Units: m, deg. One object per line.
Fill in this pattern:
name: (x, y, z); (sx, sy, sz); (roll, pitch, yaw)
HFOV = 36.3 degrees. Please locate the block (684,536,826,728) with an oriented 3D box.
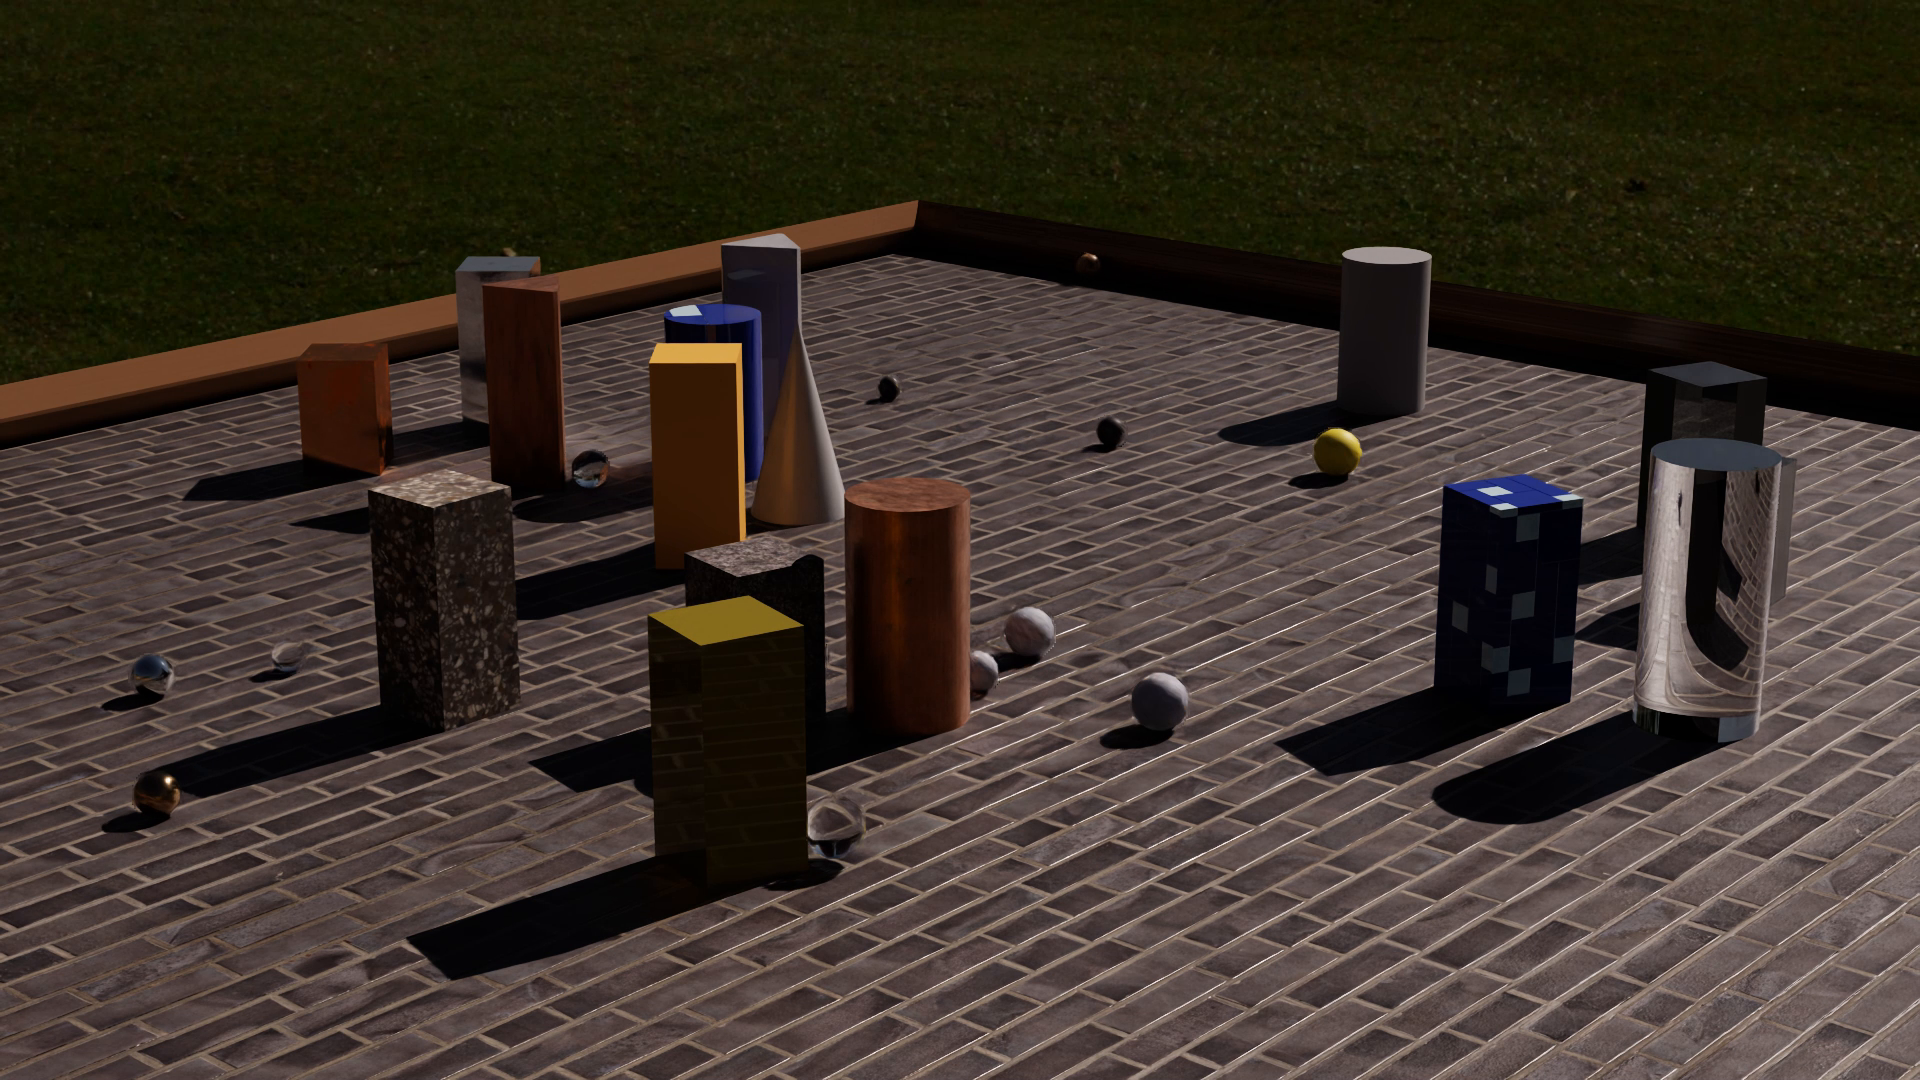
block: (-0.313, 0.150, 4.489); (0.153, 0.263, 0.153); (-12, 21, -35)

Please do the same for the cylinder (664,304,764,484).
cylinder: (-0.488, -0.288, 5.830); (0.191, 0.328, 0.191); (0, 17, 0)

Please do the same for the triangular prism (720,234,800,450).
triangular prism: (-0.388, -0.410, 6.063); (0.166, 0.426, 0.144); (4, 17, 13)

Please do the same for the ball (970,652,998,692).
ball: (0.029, 0.208, 4.640); (0.065, 0.065, 0.065); (0, 17, 0)

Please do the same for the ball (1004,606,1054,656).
ball: (0.114, 0.150, 4.803); (0.081, 0.081, 0.081); (0, 17, 0)

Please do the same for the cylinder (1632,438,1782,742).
cylinder: (1.134, 0.075, 4.459); (0.191, 0.425, 0.191); (0, 17, 0)

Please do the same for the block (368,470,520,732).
block: (-0.794, 0.091, 4.524); (0.153, 0.356, 0.153); (14, 22, 38)

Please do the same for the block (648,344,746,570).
block: (-0.471, -0.152, 5.286); (0.153, 0.380, 0.153); (0, 17, 0)

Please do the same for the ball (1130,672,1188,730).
ball: (0.305, 0.247, 4.472); (0.089, 0.089, 0.089); (0, 17, 0)

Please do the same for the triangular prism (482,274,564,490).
triangular prism: (-0.828, -0.317, 5.805); (0.166, 0.397, 0.144); (7, 18, 22)

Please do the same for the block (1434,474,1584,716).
block: (0.856, 0.084, 4.587); (0.153, 0.333, 0.153); (-8, 18, -24)

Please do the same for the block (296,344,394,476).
block: (-1.237, -0.264, 5.907); (0.153, 0.236, 0.153); (0, 17, 0)

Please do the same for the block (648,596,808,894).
block: (-0.311, 0.273, 3.937); (0.153, 0.348, 0.153); (-10, 20, -31)

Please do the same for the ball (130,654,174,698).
ball: (-1.271, 0.214, 4.616); (0.068, 0.068, 0.068); (0, 17, 0)

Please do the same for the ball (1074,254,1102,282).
ball: (0.336, -0.714, 7.683); (0.072, 0.072, 0.072); (0, 17, 0)

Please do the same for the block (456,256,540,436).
block: (-0.966, -0.408, 6.183); (0.153, 0.353, 0.153); (0, 17, 1)

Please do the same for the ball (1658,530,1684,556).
ball: (1.295, 0.007, 5.339); (0.047, 0.047, 0.047); (0, 17, 0)

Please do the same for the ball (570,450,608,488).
ball: (-0.729, -0.139, 5.774); (0.074, 0.074, 0.074); (0, 17, 0)

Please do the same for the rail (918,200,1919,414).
rail: (1.500, -0.468, 6.775); (4.322, 0.124, 0.045); (14, 22, 39)

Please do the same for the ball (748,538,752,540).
ball: (-0.366, 0.028, 5.237); (0.065, 0.065, 0.065); (0, 17, 0)

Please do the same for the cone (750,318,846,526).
cone: (-0.306, -0.237, 5.571); (0.191, 0.380, 0.191); (0, 17, 0)

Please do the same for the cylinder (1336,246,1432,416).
cylinder: (0.921, -0.455, 6.372); (0.191, 0.333, 0.191); (0, 17, 0)

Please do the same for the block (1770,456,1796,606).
block: (1.333, -0.015, 5.063); (0.153, 0.248, 0.153); (12, 20, 34)

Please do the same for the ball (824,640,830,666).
ball: (-0.248, 0.184, 4.698); (0.077, 0.077, 0.077); (0, 17, 0)

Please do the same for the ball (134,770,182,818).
ball: (-1.134, 0.358, 4.142); (0.066, 0.066, 0.066); (0, 17, 0)

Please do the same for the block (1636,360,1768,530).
block: (1.378, -0.161, 5.450); (0.153, 0.304, 0.153); (-8, 19, -26)

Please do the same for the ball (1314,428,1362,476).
ball: (0.753, -0.175, 5.855); (0.096, 0.096, 0.096); (0, 17, 0)

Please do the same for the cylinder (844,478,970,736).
cylinder: (-0.080, 0.101, 4.492); (0.191, 0.356, 0.191); (0, 17, 0)

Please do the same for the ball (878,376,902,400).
ball: (-0.155, -0.336, 6.468); (0.051, 0.051, 0.051); (0, 17, 0)

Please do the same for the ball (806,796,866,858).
ball: (-0.170, 0.389, 3.972); (0.085, 0.085, 0.085); (0, 17, 0)

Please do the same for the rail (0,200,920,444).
rail: (-1.614, -0.374, 6.462); (0.045, 0.124, 4.624); (14, 22, 39)

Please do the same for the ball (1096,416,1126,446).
ball: (0.314, -0.225, 6.081); (0.061, 0.061, 0.061); (0, 17, 0)

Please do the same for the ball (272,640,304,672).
ball: (-1.084, 0.187, 4.730); (0.053, 0.053, 0.053); (0, 17, 0)
